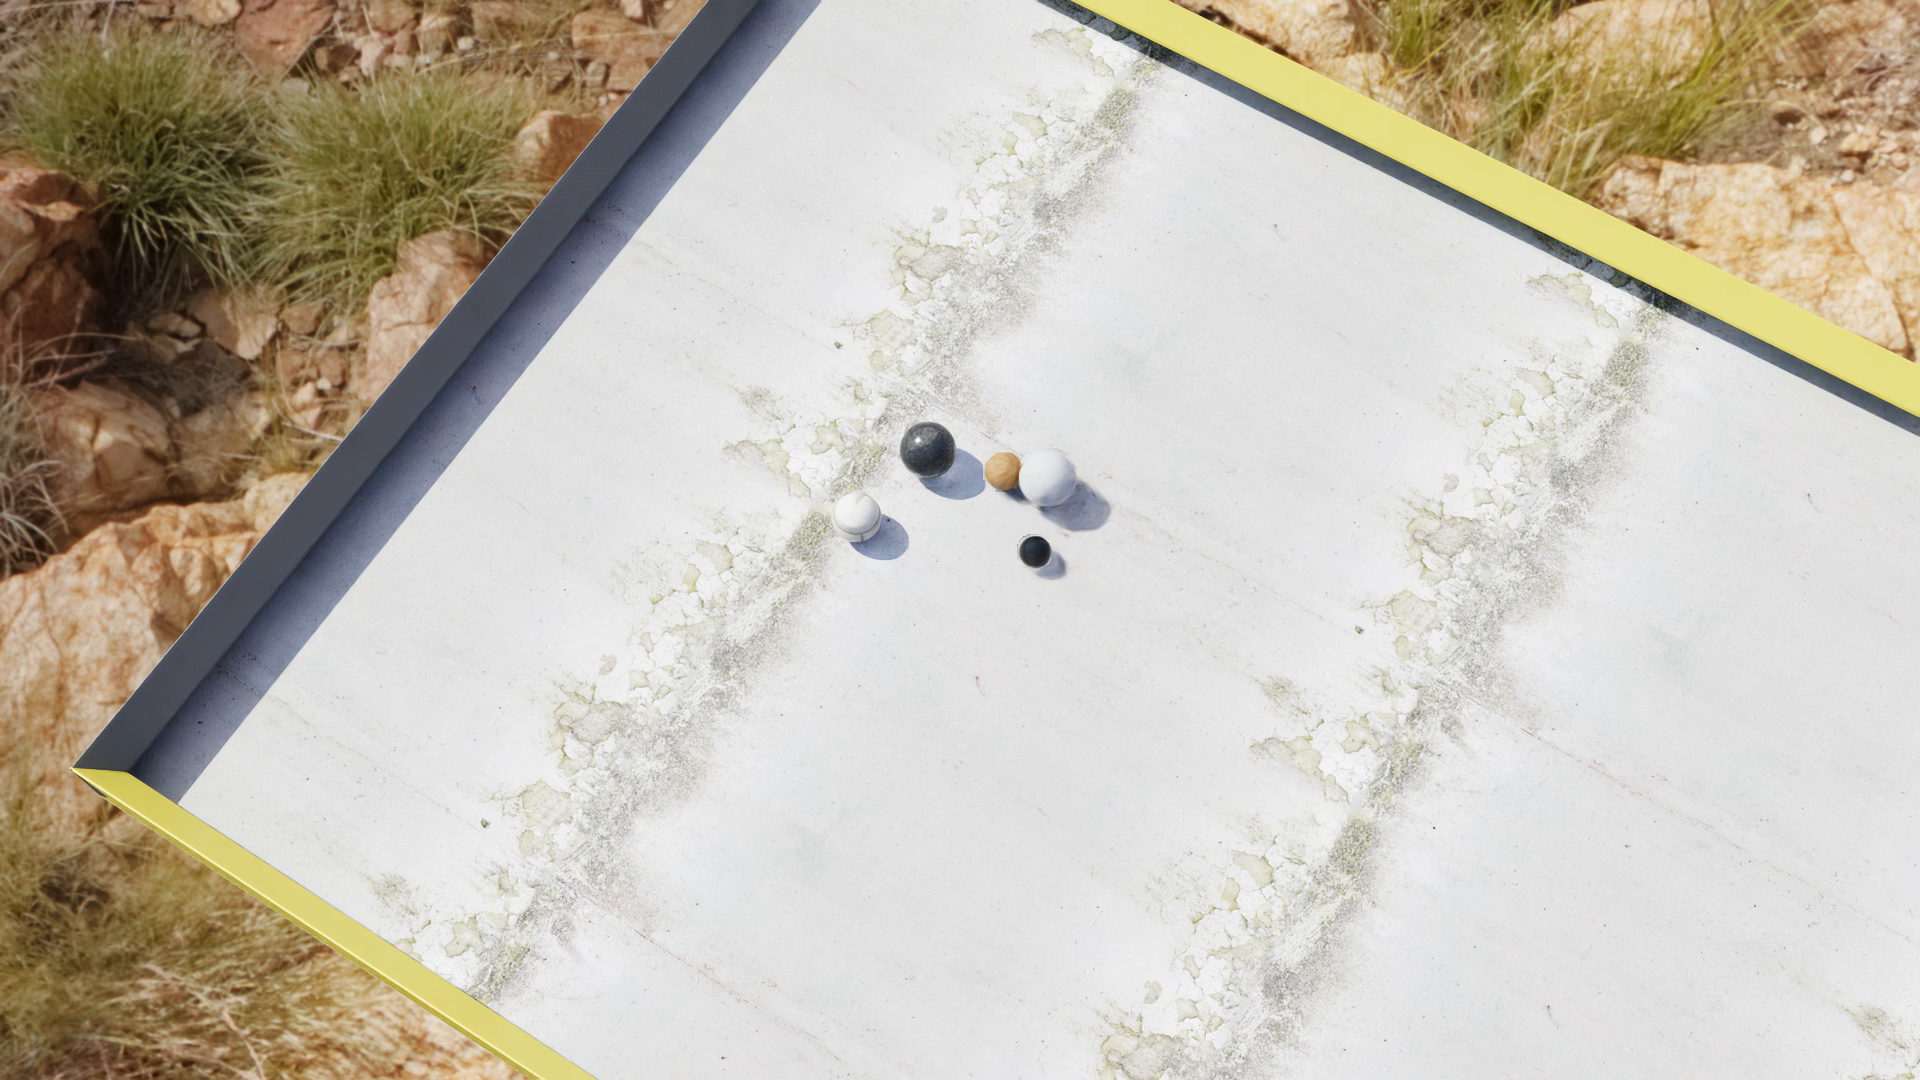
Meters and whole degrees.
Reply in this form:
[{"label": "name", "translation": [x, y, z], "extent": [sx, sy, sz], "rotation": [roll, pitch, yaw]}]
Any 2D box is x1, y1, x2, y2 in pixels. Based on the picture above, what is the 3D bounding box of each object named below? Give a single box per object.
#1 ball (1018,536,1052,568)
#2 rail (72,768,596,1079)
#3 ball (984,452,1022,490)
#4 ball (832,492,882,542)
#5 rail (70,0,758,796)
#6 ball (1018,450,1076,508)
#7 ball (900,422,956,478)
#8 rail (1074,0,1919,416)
[{"label": "ball", "translation": [0.122, 0.019, 3.565], "extent": [0.053, 0.053, 0.053], "rotation": [0, 65, 0]}, {"label": "rail", "translation": [0.234, 1.228, 2.965], "extent": [3.672, 0.123, 0.045], "rotation": [29, 68, 13]}, {"label": "ball", "translation": [0.072, -0.114, 3.621], "extent": [0.064, 0.064, 0.064], "rotation": [0, 65, 0]}, {"label": "ball", "translation": [-0.168, -0.037, 3.575], "extent": [0.082, 0.082, 0.082], "rotation": [0, 65, 0]}, {"label": "rail", "translation": [-0.760, -0.438, 3.737], "extent": [0.045, 0.123, 2.123], "rotation": [29, 68, 13]}, {"label": "ball", "translation": [0.143, -0.100, 3.589], "extent": [0.094, 0.094, 0.094], "rotation": [0, 65, 0]}, {"label": "ball", "translation": [-0.053, -0.148, 3.620], "extent": [0.095, 0.095, 0.095], "rotation": [0, 65, 0]}, {"label": "rail", "translation": [1.327, -0.373, 3.707], "extent": [3.672, 0.123, 0.045], "rotation": [29, 68, 13]}]
